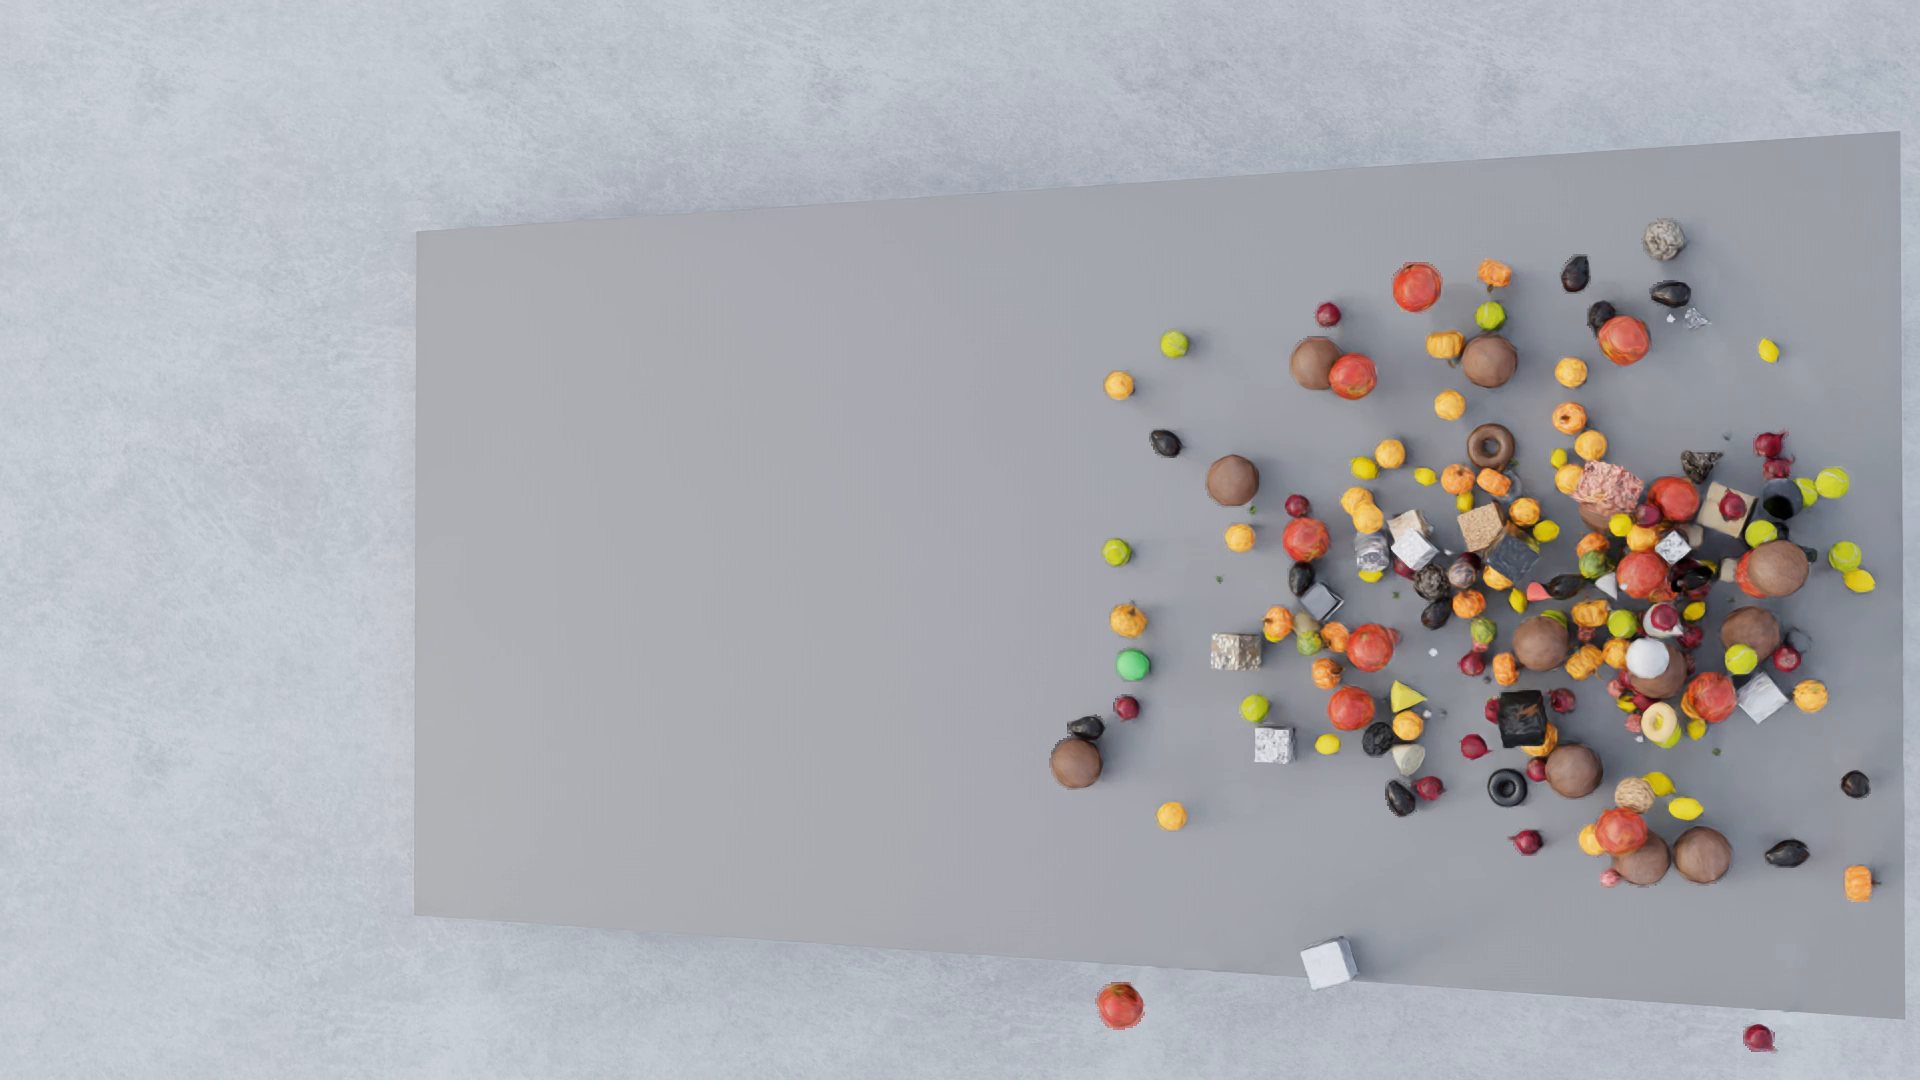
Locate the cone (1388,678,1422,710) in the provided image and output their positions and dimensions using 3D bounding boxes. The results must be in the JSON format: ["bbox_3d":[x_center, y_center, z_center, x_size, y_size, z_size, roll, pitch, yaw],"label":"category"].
[{"bbox_3d":[1.095,0.382,5.335,0.080,0.080,0.080,15,89,-21],"label":"cone"}]

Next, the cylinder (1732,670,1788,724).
[{"bbox_3d":[1.826,0.359,5.016,0.087,0.087,0.087,-41,89,16],"label":"cylinder"}]

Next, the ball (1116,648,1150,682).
[{"bbox_3d":[0.438,0.317,5.573,0.082,0.082,0.082,0,89,0],"label":"ball"}]

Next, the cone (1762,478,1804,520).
[{"bbox_3d":[1.848,-0.083,4.998,0.096,0.096,0.096,1,78,-5],"label":"cone"}]

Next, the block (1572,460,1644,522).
[{"bbox_3d":[1.475,-0.113,5.004,0.096,0.096,0.096,27,86,-37],"label":"block"}]

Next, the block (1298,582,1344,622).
[{"bbox_3d":[0.886,0.152,5.401,0.072,0.072,0.072,-46,74,15],"label":"block"}]

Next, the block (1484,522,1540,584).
[{"bbox_3d":[1.288,0.029,5.130,0.091,0.091,0.091,35,112,1],"label":"block"}]

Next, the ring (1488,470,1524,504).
[{"bbox_3d":[1.306,-0.126,5.262,0.083,0.028,0.083,-1,88,22],"label":"ring"}]

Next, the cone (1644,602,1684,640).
[{"bbox_3d":[1.636,0.200,5.048,0.094,0.094,0.094,-4,108,-12],"label":"cone"}]

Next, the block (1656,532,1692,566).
[{"bbox_3d":[1.599,0.018,4.931,0.055,0.055,0.055,-45,79,16],"label":"block"}]

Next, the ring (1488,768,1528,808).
[{"bbox_3d":[1.307,0.591,5.250,0.094,0.031,0.094,-1,88,23],"label":"ring"}]

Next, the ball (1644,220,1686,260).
[{"bbox_3d":[1.635,-0.696,5.103,0.091,0.091,0.091,0,89,0],"label":"ball"}]

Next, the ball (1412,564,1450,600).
[{"bbox_3d":[1.136,0.100,5.293,0.089,0.089,0.089,0,89,0],"label":"ball"}]

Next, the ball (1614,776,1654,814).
[{"bbox_3d":[1.549,0.588,5.050,0.087,0.087,0.087,0,89,0],"label":"ball"}]

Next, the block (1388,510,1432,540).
[{"bbox_3d":[1.088,-0.026,5.320,0.071,0.071,0.071,-26,78,24],"label":"block"}]

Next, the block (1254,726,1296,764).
[{"bbox_3d":[0.779,0.506,5.434,0.083,0.083,0.083,1,90,22],"label":"block"}]

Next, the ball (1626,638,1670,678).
[{"bbox_3d":[1.538,0.264,4.921,0.093,0.093,0.093,0,89,0],"label":"ball"}]

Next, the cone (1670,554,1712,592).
[{"bbox_3d":[1.651,0.051,5.028,0.100,0.100,0.100,-17,55,0],"label":"cone"}]

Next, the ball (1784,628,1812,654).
[{"bbox_3d":[1.905,0.231,5.002,0.058,0.058,0.058,0,89,0],"label":"ball"}]

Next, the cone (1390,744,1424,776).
[{"bbox_3d":[1.069,0.515,5.343,0.083,0.083,0.083,-19,125,-30],"label":"cone"}]

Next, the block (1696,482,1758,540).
[{"bbox_3d":[1.758,-0.067,5.038,0.099,0.099,0.099,24,98,24],"label":"block"}]

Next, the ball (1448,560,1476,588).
[{"bbox_3d":[1.191,0.082,5.218,0.066,0.066,0.066,0,89,0],"label":"ball"}]

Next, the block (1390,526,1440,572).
[{"bbox_3d":[1.082,0.022,5.235,0.070,0.070,0.070,-48,63,14],"label":"block"}]

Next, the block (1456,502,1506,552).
[{"bbox_3d":[1.252,-0.029,5.246,0.092,0.092,0.092,-22,81,22],"label":"block"}]

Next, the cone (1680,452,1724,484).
[{"bbox_3d":[1.730,-0.184,5.087,0.086,0.086,0.086,-24,89,-7],"label":"cone"}]

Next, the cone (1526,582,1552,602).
[{"bbox_3d":[1.378,0.129,5.204,0.052,0.052,0.052,21,89,45],"label":"cone"}]

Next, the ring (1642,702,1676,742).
[{"bbox_3d":[1.562,0.407,4.913,0.030,0.089,0.089,13,89,-30],"label":"ring"}]

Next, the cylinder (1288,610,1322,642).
[{"bbox_3d":[0.852,0.211,5.421,0.060,0.060,0.060,-36,76,0],"label":"cylinder"}]

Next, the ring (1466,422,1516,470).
[{"bbox_3d":[1.272,-0.223,5.271,0.115,0.038,0.115,0,90,23],"label":"ring"}]

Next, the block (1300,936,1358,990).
[{"bbox_3d":[0.902,1.032,5.371,0.096,0.096,0.096,-21,82,20],"label":"block"}]

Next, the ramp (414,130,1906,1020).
[{"bbox_3d":[0.283,0.087,5.736,4.000,0.100,2.000,0,89,22],"label":"ramp"}]

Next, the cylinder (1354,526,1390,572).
[{"bbox_3d":[0.999,0.022,5.337,0.079,0.079,0.079,2,52,0],"label":"cylinder"}]

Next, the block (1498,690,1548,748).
[{"bbox_3d":[1.316,0.419,5.146,0.092,0.092,0.092,-5,126,24],"label":"block"}]

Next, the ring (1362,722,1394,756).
[{"bbox_3d":[1.015,0.484,5.338,0.087,0.029,0.087,-9,111,-24],"label":"ring"}]

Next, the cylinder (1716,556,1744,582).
[{"bbox_3d":[1.769,0.067,5.051,0.052,0.052,0.052,7,99,0],"label":"cylinder"}]

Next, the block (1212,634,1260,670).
[{"bbox_3d":[0.685,0.278,5.458,0.086,0.086,0.086,2,90,-43],"label":"block"}]

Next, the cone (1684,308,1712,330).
[{"bbox_3d":[1.711,-0.506,5.082,0.055,0.055,0.055,18,89,35],"label":"cone"}]

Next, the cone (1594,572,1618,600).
[{"bbox_3d":[1.520,0.116,5.129,0.059,0.059,0.059,-24,66,0],"label":"cone"}]
